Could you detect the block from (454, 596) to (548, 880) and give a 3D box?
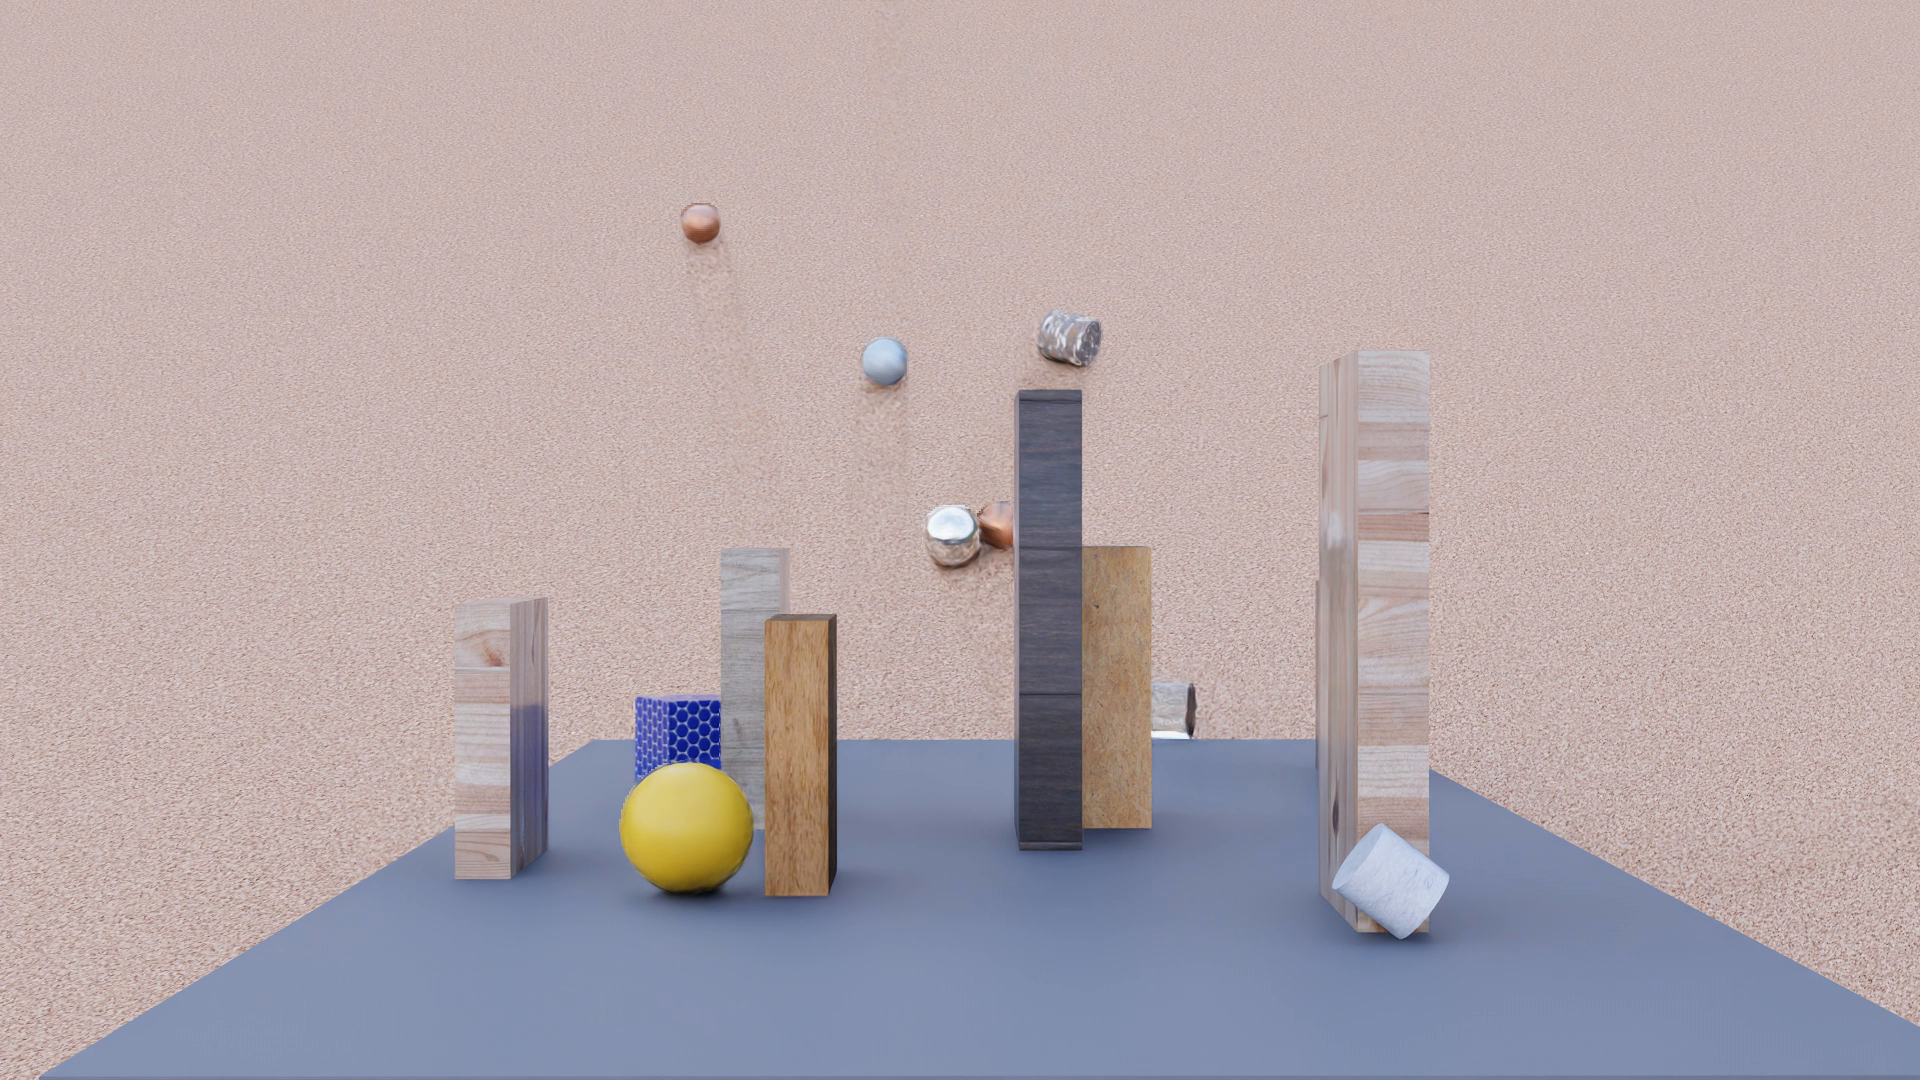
[{"bbox_3d":[-0.750,0.315,4.246,0.087,0.432,0.380,0,0,0],"label":"block"}]

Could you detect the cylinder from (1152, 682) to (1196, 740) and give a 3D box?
[{"bbox_3d":[0.527,0.442,6.710,0.147,0.147,0.147,2,28,16],"label":"cylinder"}]

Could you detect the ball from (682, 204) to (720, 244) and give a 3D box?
[{"bbox_3d":[-0.980,-1.195,9.778,0.148,0.148,0.148,0,29,0],"label":"ball"}]

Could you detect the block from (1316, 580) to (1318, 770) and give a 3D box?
[{"bbox_3d":[0.866,0.305,5.677,0.120,0.425,0.369,0,0,0],"label":"block"}]

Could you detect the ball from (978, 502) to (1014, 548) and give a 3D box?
[{"bbox_3d":[0.122,-0.042,7.677,0.136,0.136,0.136,0,29,0],"label":"ball"}]

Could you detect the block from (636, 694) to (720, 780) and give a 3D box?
[{"bbox_3d":[-0.585,0.431,5.601,0.178,0.178,0.178,0,1,-31],"label":"block"}]

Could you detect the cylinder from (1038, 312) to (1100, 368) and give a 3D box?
[{"bbox_3d":[0.372,-0.686,8.829,0.162,0.162,0.162,15,32,25],"label":"cylinder"}]

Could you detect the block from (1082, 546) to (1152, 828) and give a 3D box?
[{"bbox_3d":[0.284,0.269,4.854,0.131,0.513,0.270,0,0,0],"label":"block"}]

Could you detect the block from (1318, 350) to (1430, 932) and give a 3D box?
[{"bbox_3d":[0.592,0.137,3.720,0.097,0.795,0.383,0,0,0],"label":"block"}]

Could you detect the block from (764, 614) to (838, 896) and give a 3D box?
[{"bbox_3d":[-0.245,0.326,4.015,0.095,0.412,0.283,0,0,0],"label":"block"}]

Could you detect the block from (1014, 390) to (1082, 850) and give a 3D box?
[{"bbox_3d":[0.154,0.135,4.598,0.107,0.785,0.396,0,0,0],"label":"block"}]

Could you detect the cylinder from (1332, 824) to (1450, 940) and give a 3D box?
[{"bbox_3d":[0.579,0.459,3.475,0.111,0.111,0.111,37,34,0],"label":"cylinder"}]

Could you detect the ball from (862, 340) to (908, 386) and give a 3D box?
[{"bbox_3d":[-0.252,-0.596,8.670,0.155,0.155,0.155,0,29,0],"label":"ball"}]

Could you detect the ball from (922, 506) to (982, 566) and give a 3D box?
[{"bbox_3d":[-0.022,-0.011,7.577,0.176,0.176,0.176,0,29,0],"label":"ball"}]

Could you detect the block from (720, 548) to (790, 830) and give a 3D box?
[{"bbox_3d":[-0.382,0.271,4.849,0.107,0.510,0.299,0,0,0],"label":"block"}]

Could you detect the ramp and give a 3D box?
[{"bbox_3d":[0.064,0.577,4.622,2.000,0.100,4.000,0,0,0],"label":"ramp"}]

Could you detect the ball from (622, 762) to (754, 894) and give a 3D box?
[{"bbox_3d":[-0.410,0.434,3.895,0.199,0.199,0.199,0,29,0],"label":"ball"}]
